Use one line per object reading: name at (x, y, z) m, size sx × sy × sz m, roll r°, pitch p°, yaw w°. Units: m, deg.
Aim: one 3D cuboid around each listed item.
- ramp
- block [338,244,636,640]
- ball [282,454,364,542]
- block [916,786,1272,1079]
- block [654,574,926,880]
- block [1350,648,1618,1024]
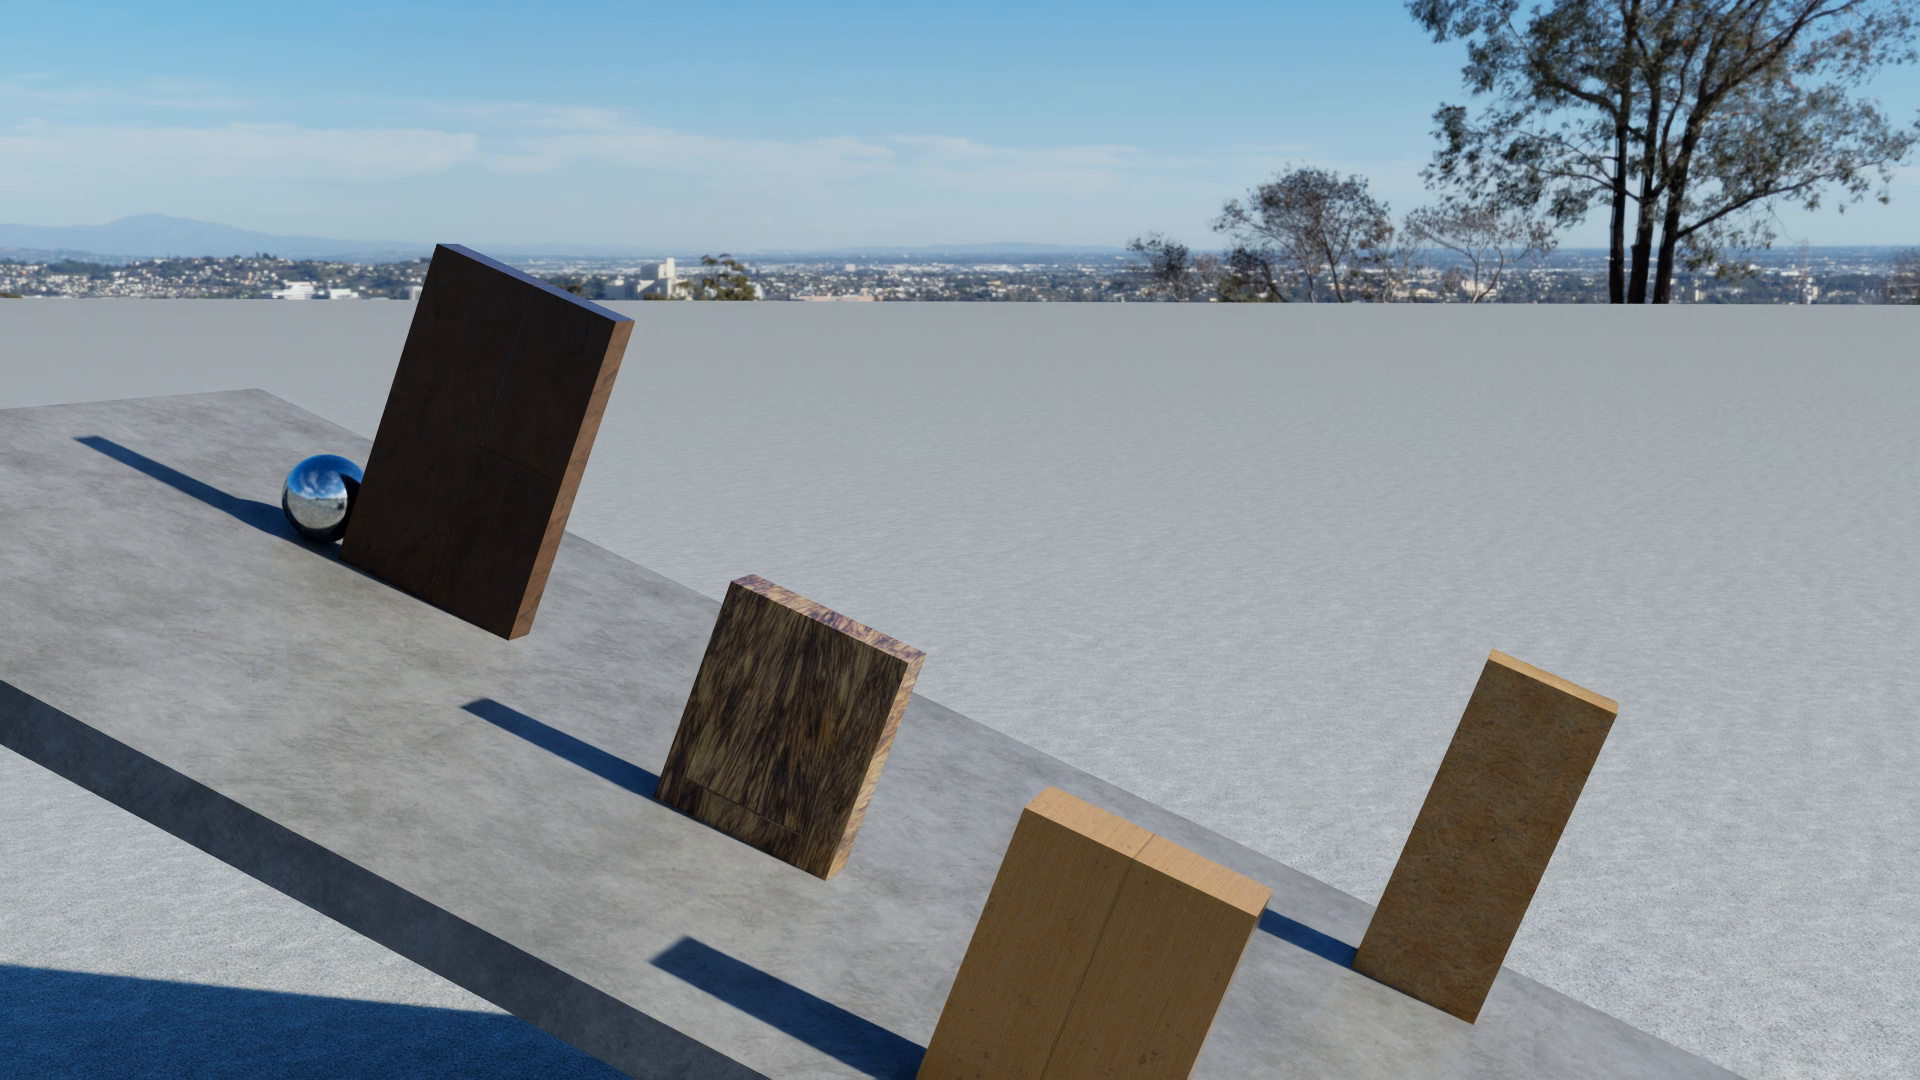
ramp at (-0.315, 0.563, 4.200) m, size 4.000 × 0.100 × 2.000 m, roll 24°, pitch 13°, yaw 13°
block at (-0.976, -0.201, 4.506) m, size 0.424 × 0.699 × 0.087 m, roll 24°, pitch 13°, yaw 13°
ball at (-1.335, -0.089, 4.639) m, size 0.186 × 0.186 × 0.186 m, roll 0°, pitch 7°, yaw 0°
block at (0.195, 0.667, 3.262) m, size 0.366 × 0.474 × 0.146 m, roll 24°, pitch 13°, yaw 13°
block at (-0.308, 0.334, 3.952) m, size 0.356 × 0.431 × 0.102 m, roll 24°, pitch 13°, yaw 13°
block at (1.053, 0.596, 4.425) m, size 0.265 × 0.697 × 0.127 m, roll 24°, pitch 13°, yaw 13°
